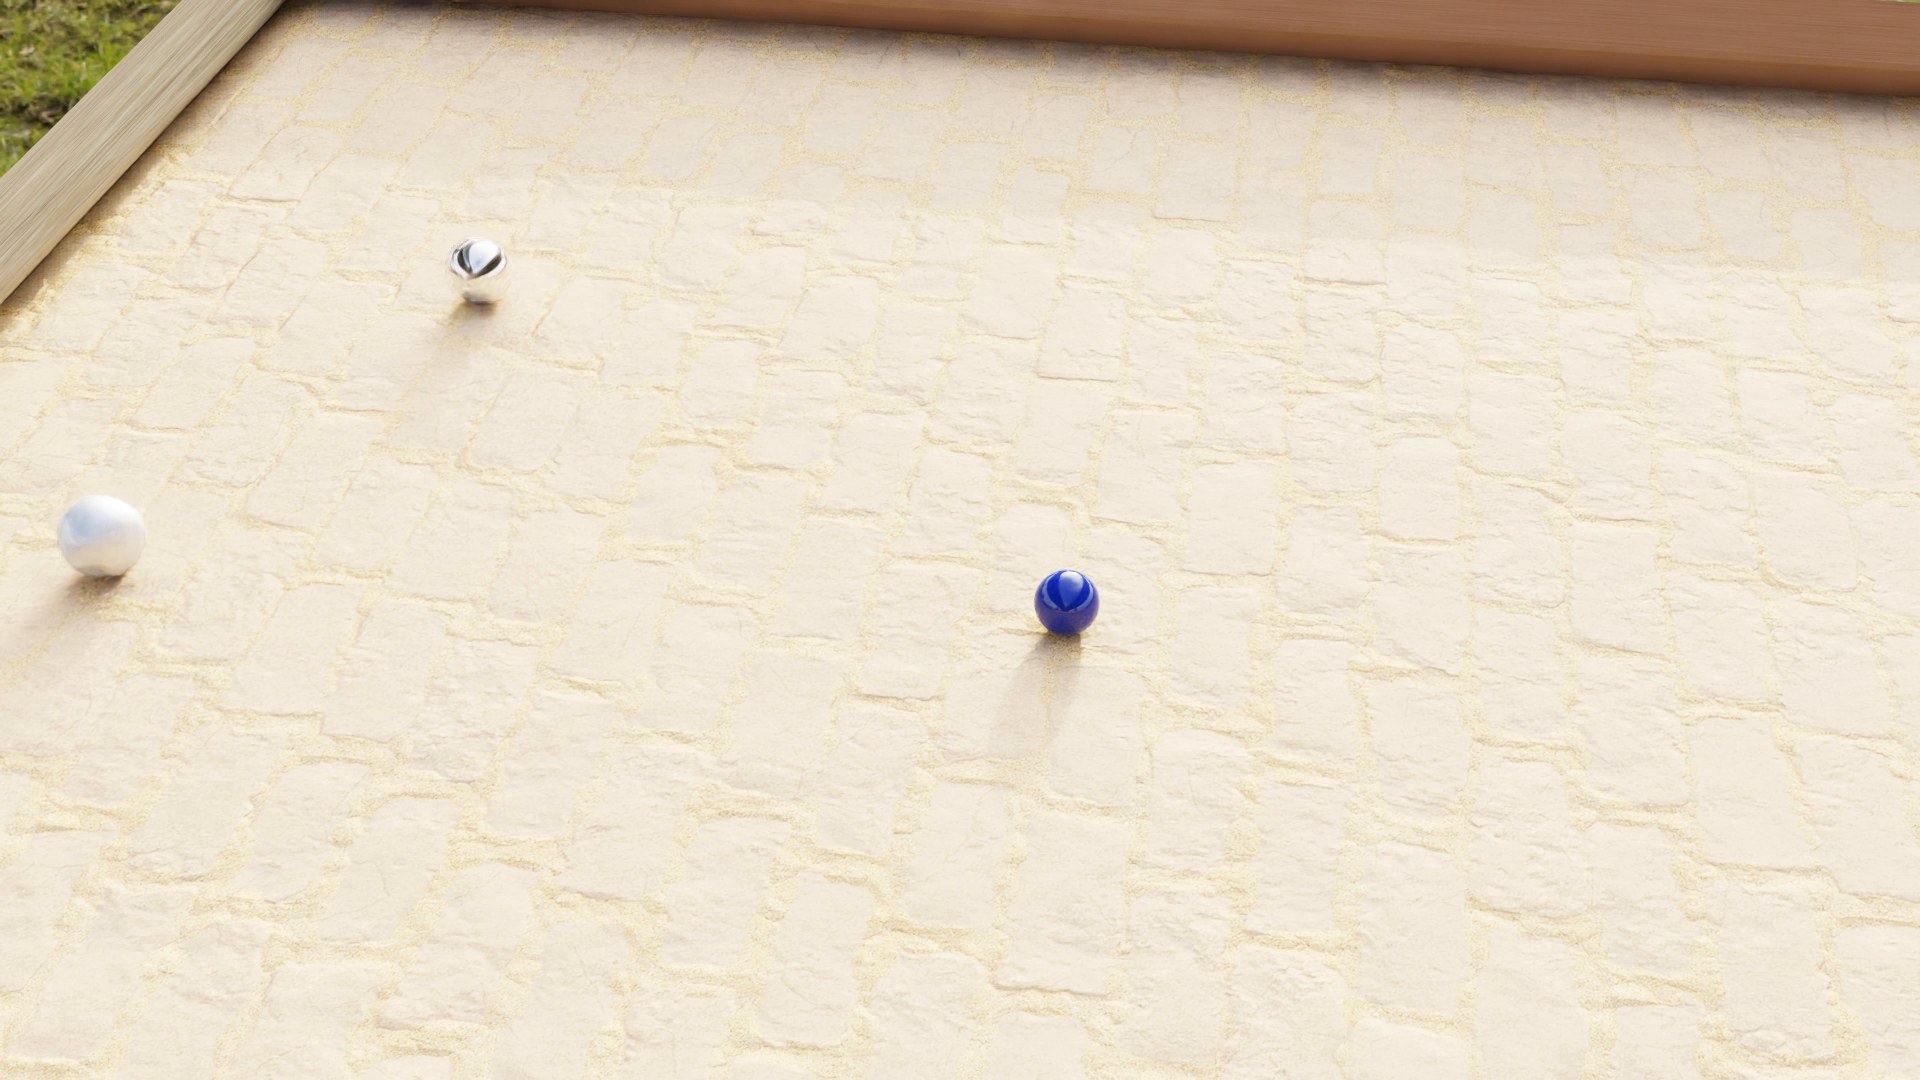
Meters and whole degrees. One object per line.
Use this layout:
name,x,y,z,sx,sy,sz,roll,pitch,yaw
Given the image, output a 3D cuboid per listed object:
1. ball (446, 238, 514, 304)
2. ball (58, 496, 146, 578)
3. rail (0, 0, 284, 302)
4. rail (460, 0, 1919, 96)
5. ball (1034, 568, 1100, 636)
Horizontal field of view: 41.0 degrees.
ball,-0.414,-0.231,2.212,0.057,0.057,0.057,0,35,0
ball,-0.628,-0.002,1.880,0.061,0.061,0.061,0,35,0
rail,-0.851,-0.093,1.977,0.045,0.097,1.920,5,35,7
rail,1.021,-0.465,2.511,3.542,0.097,0.045,5,35,7
ball,0.076,0.044,1.824,0.048,0.048,0.048,0,35,0
